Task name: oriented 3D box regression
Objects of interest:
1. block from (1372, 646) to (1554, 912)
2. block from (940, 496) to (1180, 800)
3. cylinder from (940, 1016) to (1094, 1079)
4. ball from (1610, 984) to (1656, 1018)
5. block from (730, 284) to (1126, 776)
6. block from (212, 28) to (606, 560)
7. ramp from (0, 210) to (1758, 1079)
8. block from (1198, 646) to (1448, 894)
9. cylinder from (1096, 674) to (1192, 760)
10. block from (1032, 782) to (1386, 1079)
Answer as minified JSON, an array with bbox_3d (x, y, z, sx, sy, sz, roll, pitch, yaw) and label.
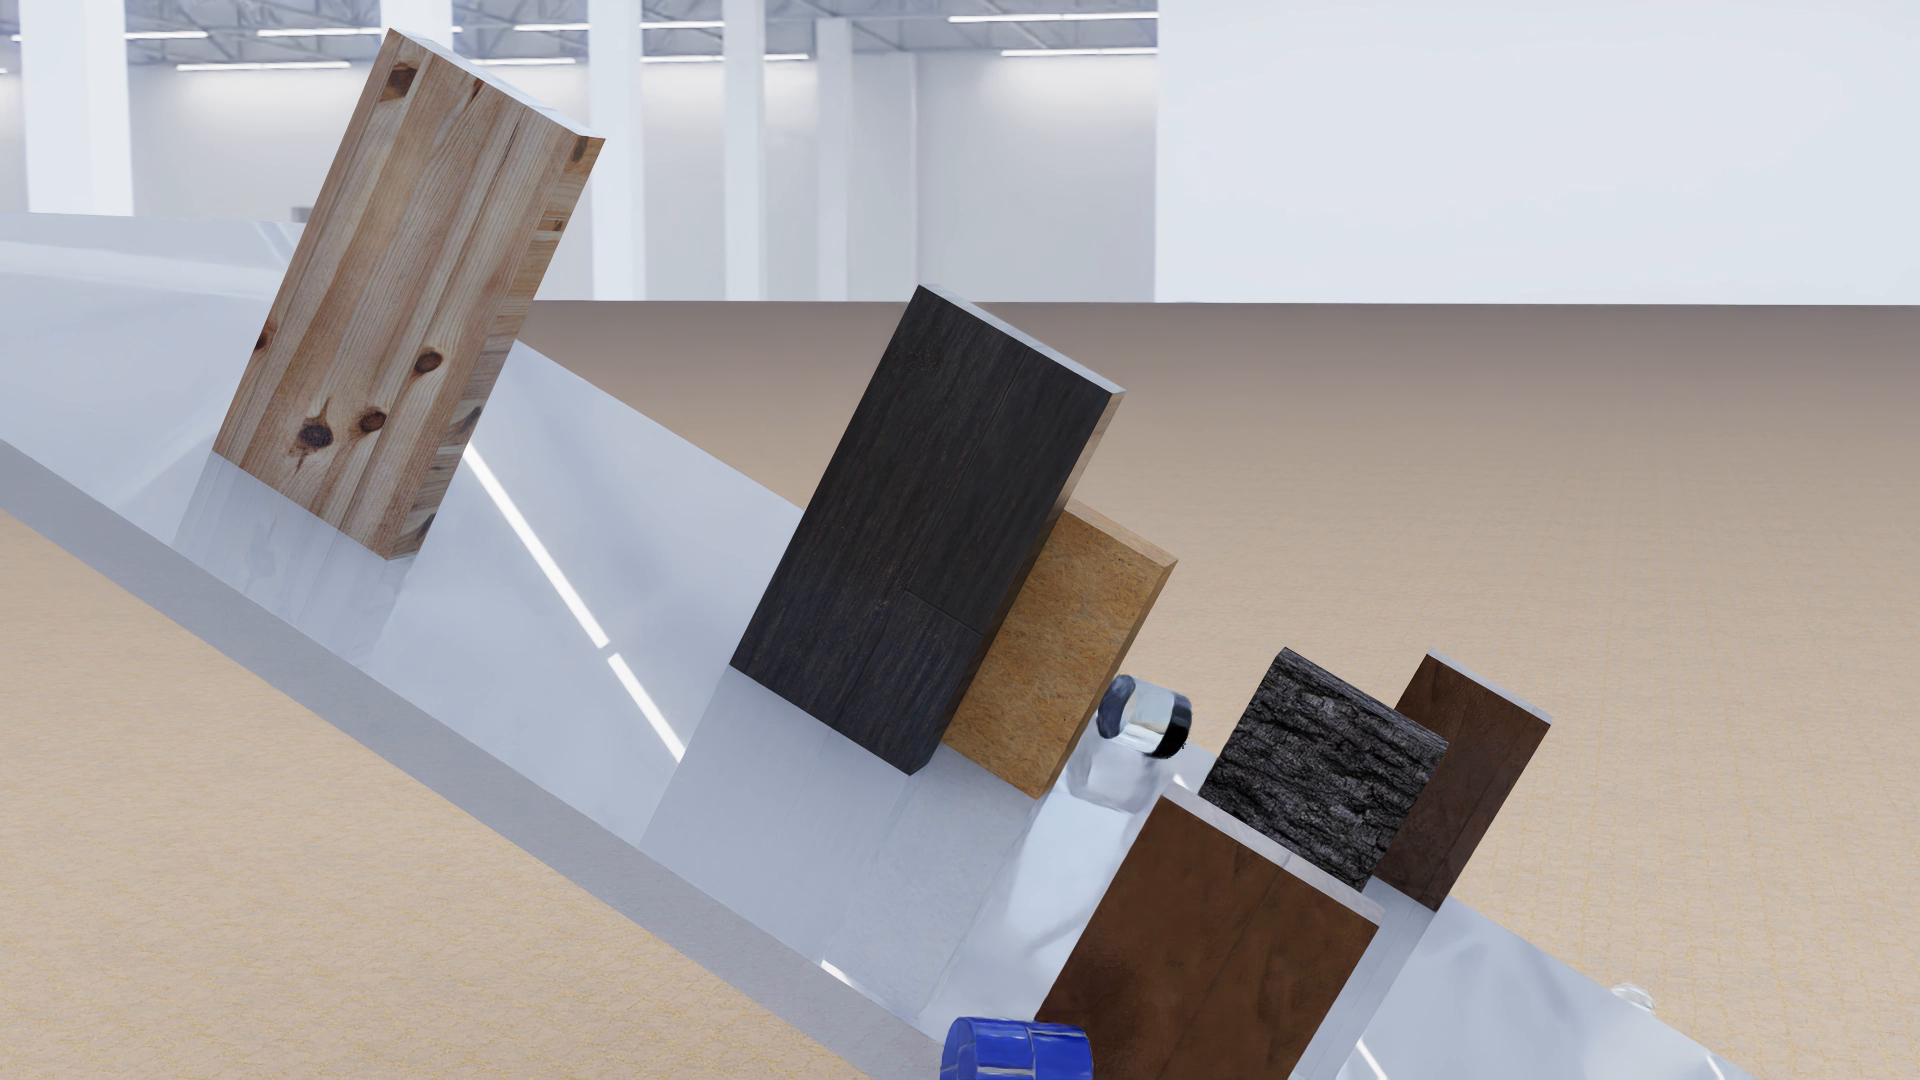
[{"bbox_3d":[1.013,0.512,4.703,0.293,0.477,0.094,30,14,12],"label":"block"},{"bbox_3d":[0.165,0.197,4.179,0.270,0.513,0.131,30,14,12],"label":"block"},{"bbox_3d":[0.074,0.730,2.960,0.163,0.163,0.163,8,4,-16],"label":"cylinder"},{"bbox_3d":[1.623,1.143,5.342,0.130,0.130,0.130,0,7,0],"label":"ball"},{"bbox_3d":[-0.066,-0.017,3.949,0.396,0.785,0.107,30,14,12],"label":"block"},{"bbox_3d":[-0.936,-0.407,3.702,0.383,0.795,0.097,30,14,12],"label":"block"},{"bbox_3d":[-0.218,0.362,4.145,4.000,0.100,2.000,30,14,12],"label":"ramp"},{"bbox_3d":[0.680,0.488,4.278,0.363,0.424,0.114,30,14,12],"label":"block"},{"bbox_3d":[0.395,0.379,4.714,0.147,0.147,0.147,21,-2,-24],"label":"cylinder"},{"bbox_3d":[0.336,0.625,3.108,0.344,0.447,0.088,30,14,12],"label":"block"}]
